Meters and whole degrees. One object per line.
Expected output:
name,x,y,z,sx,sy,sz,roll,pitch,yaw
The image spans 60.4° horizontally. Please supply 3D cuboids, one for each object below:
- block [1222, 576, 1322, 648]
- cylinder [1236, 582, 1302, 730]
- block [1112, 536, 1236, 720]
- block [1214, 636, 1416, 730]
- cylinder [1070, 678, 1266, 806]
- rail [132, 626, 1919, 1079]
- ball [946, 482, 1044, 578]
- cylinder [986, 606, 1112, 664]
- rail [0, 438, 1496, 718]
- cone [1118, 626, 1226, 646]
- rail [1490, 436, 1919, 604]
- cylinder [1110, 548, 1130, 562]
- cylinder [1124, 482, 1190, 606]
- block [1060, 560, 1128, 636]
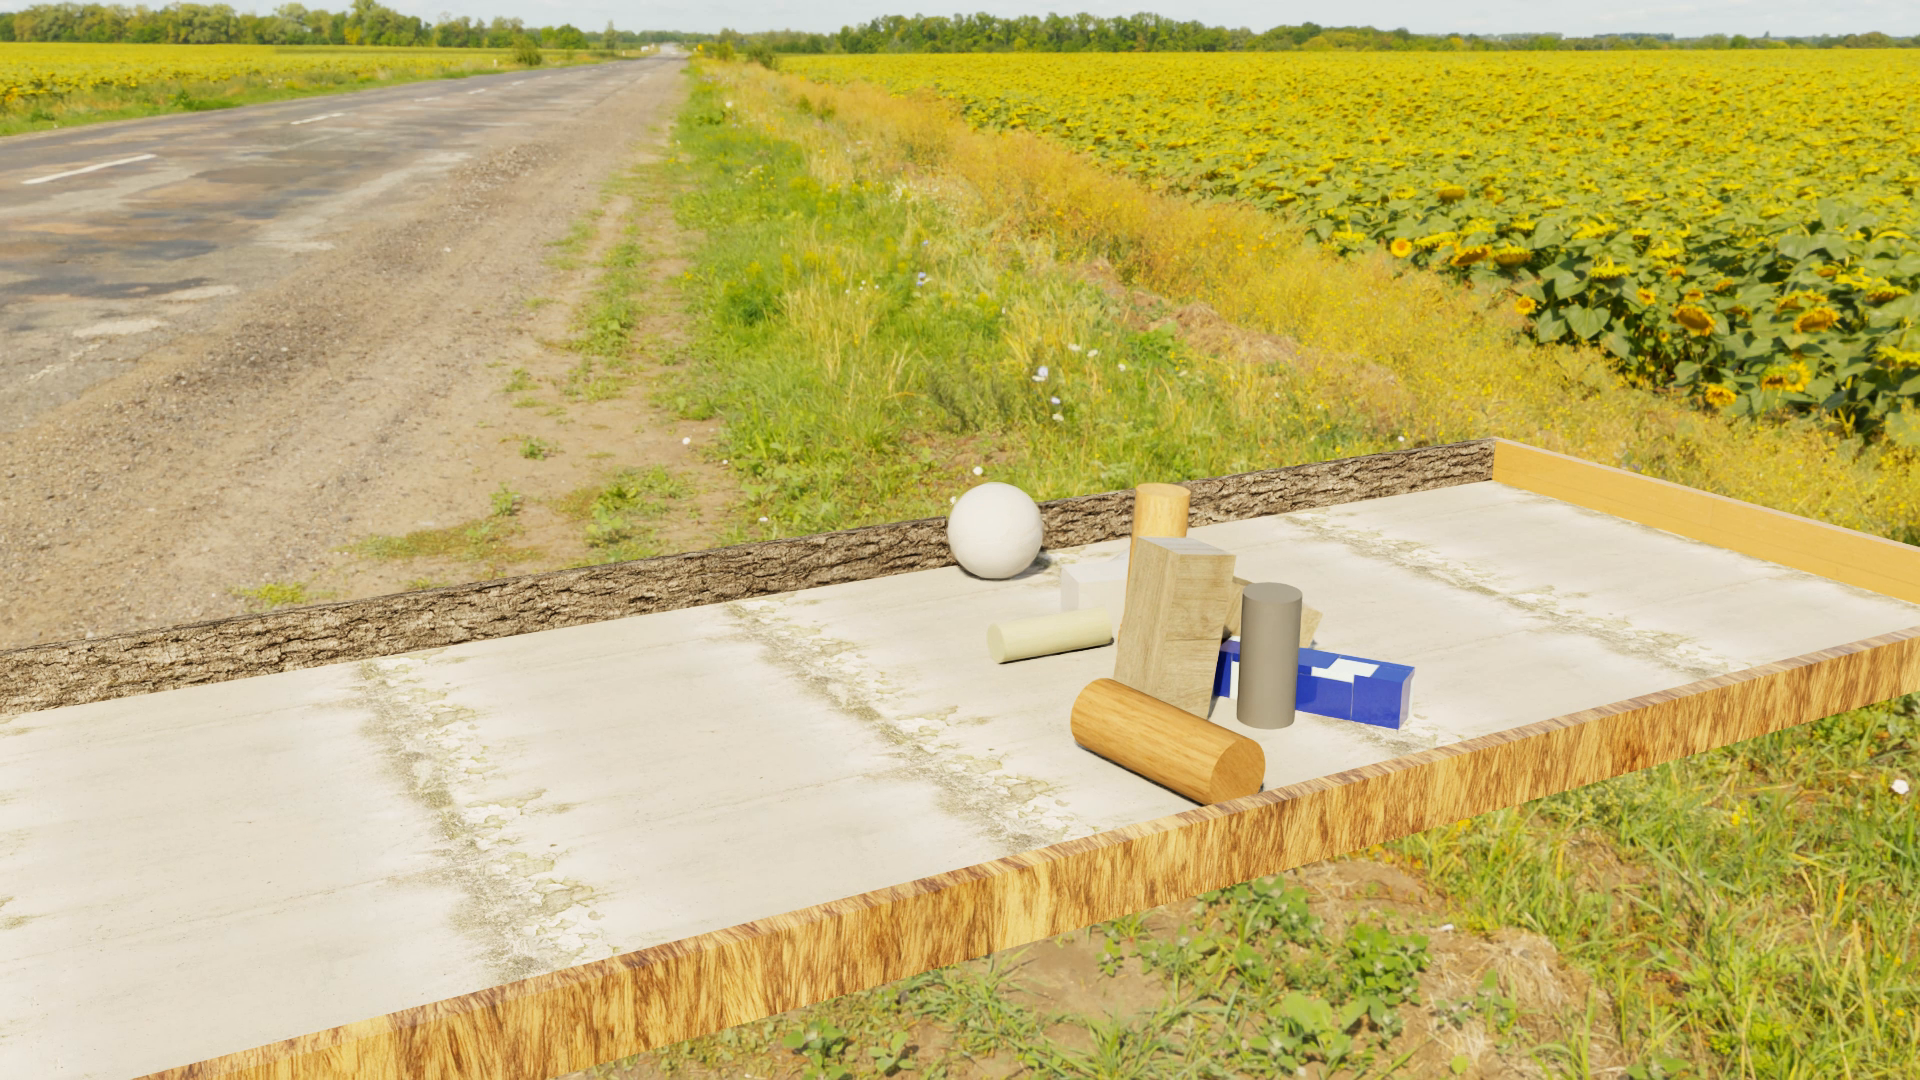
block,0.707,0.176,4.237,0.414,0.142,0.142,18,8,-24
cylinder,0.723,0.271,3.861,0.137,0.316,0.137,0,19,0
block,0.489,0.218,3.825,0.164,0.423,0.164,1,13,-32
block,0.852,0.341,3.986,0.456,0.118,0.118,9,19,28
cylinder,0.443,0.440,3.568,0.164,0.164,0.433,-12,20,-35
rail,-2.336,1.006,1.665,12.000,0.150,0.050,-9,18,-27
ball,0.106,-0.028,4.937,0.290,0.290,0.290,0,16,0
cylinder,0.235,0.247,4.329,0.319,0.104,0.104,-8,18,-25
rail,-3.305,0.497,3.399,12.000,0.150,0.050,-9,18,-27
cone,0.629,0.268,4.291,0.413,0.176,0.176,4,12,-33
rail,2.466,-0.048,5.253,0.050,0.150,2.100,-9,18,-27
cylinder,0.526,0.085,4.814,0.142,0.142,0.362,8,18,26
cylinder,0.517,0.070,4.358,0.143,0.419,0.143,3,17,-1
block,0.458,0.158,4.536,0.329,0.159,0.159,-4,17,-13
